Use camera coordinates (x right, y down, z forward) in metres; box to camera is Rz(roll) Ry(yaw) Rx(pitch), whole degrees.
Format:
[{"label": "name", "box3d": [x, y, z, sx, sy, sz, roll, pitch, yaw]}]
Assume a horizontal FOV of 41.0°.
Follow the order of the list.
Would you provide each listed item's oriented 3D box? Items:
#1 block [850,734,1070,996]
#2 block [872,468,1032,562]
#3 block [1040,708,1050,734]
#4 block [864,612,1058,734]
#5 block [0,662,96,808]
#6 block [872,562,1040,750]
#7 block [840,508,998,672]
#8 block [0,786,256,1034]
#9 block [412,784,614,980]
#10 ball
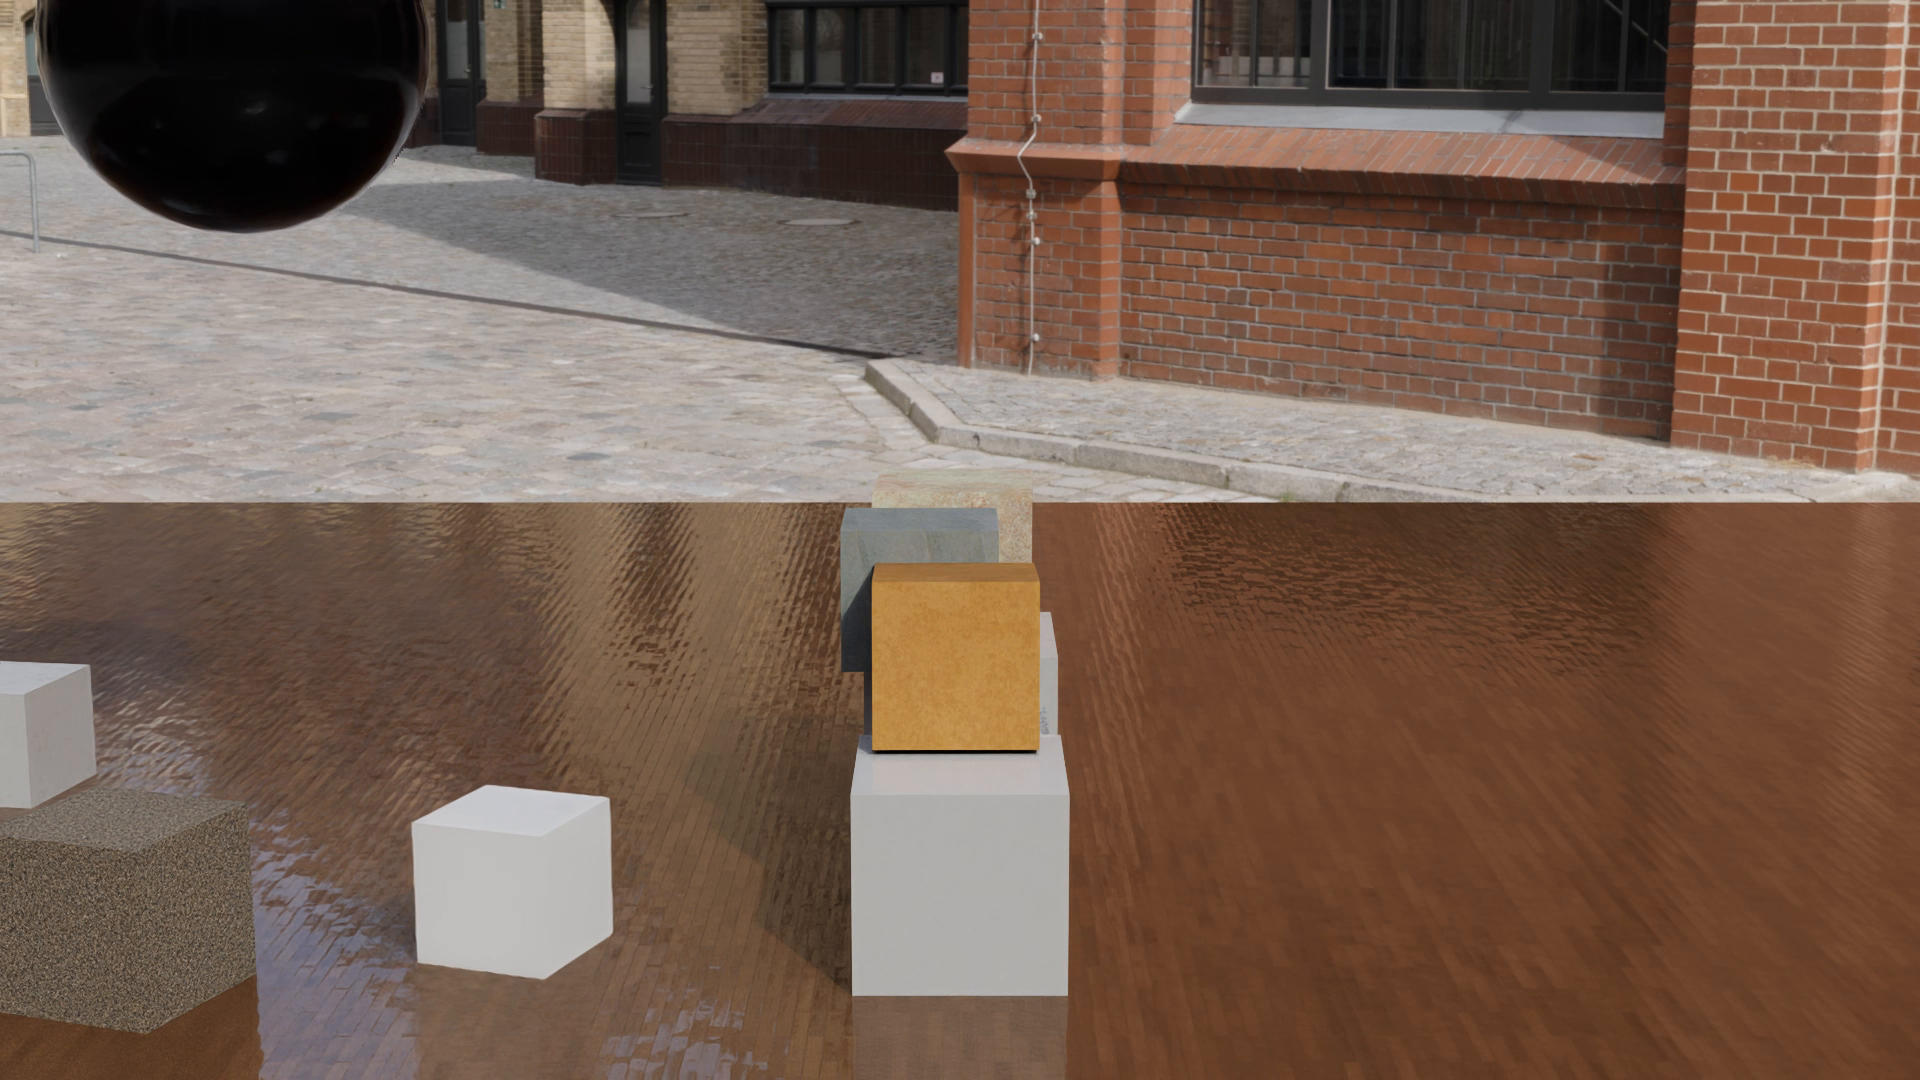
[{"label": "block", "box3d": [0.000, 1.282, 10.265, 0.833, 0.804, 0.893, 0, 10, 0]}, {"label": "block", "box3d": [-0.026, 0.058, 11.843, 0.716, 0.679, 0.699, 0, 10, 2]}, {"label": "block", "box3d": [0.015, 1.165, 11.025, 0.722, 0.763, 0.625, 0, 10, 0]}, {"label": "block", "box3d": [0.004, 0.912, 11.797, 0.851, 0.985, 0.966, 0, 10, 0]}, {"label": "block", "box3d": [-4.739, 0.955, 12.725, 0.607, 0.568, 0.637, 2, 10, 10]}, {"label": "block", "box3d": [-0.020, 0.470, 10.588, 0.671, 0.679, 0.651, 0, 6, -1]}, {"label": "block", "box3d": [-0.172, 0.211, 11.193, 0.671, 0.612, 0.584, 0, 10, 0]}, {"label": "block", "box3d": [-3.230, 1.406, 9.875, 0.708, 0.701, 0.690, 4, 11, 20]}, {"label": "block", "box3d": [-1.803, 1.373, 10.388, 0.575, 0.581, 0.582, 4, 11, 19]}, {"label": "ball", "box3d": [-3.049, -2.091, 10.800, 1.600, 1.600, 1.600, 0, 10, 0]}]
